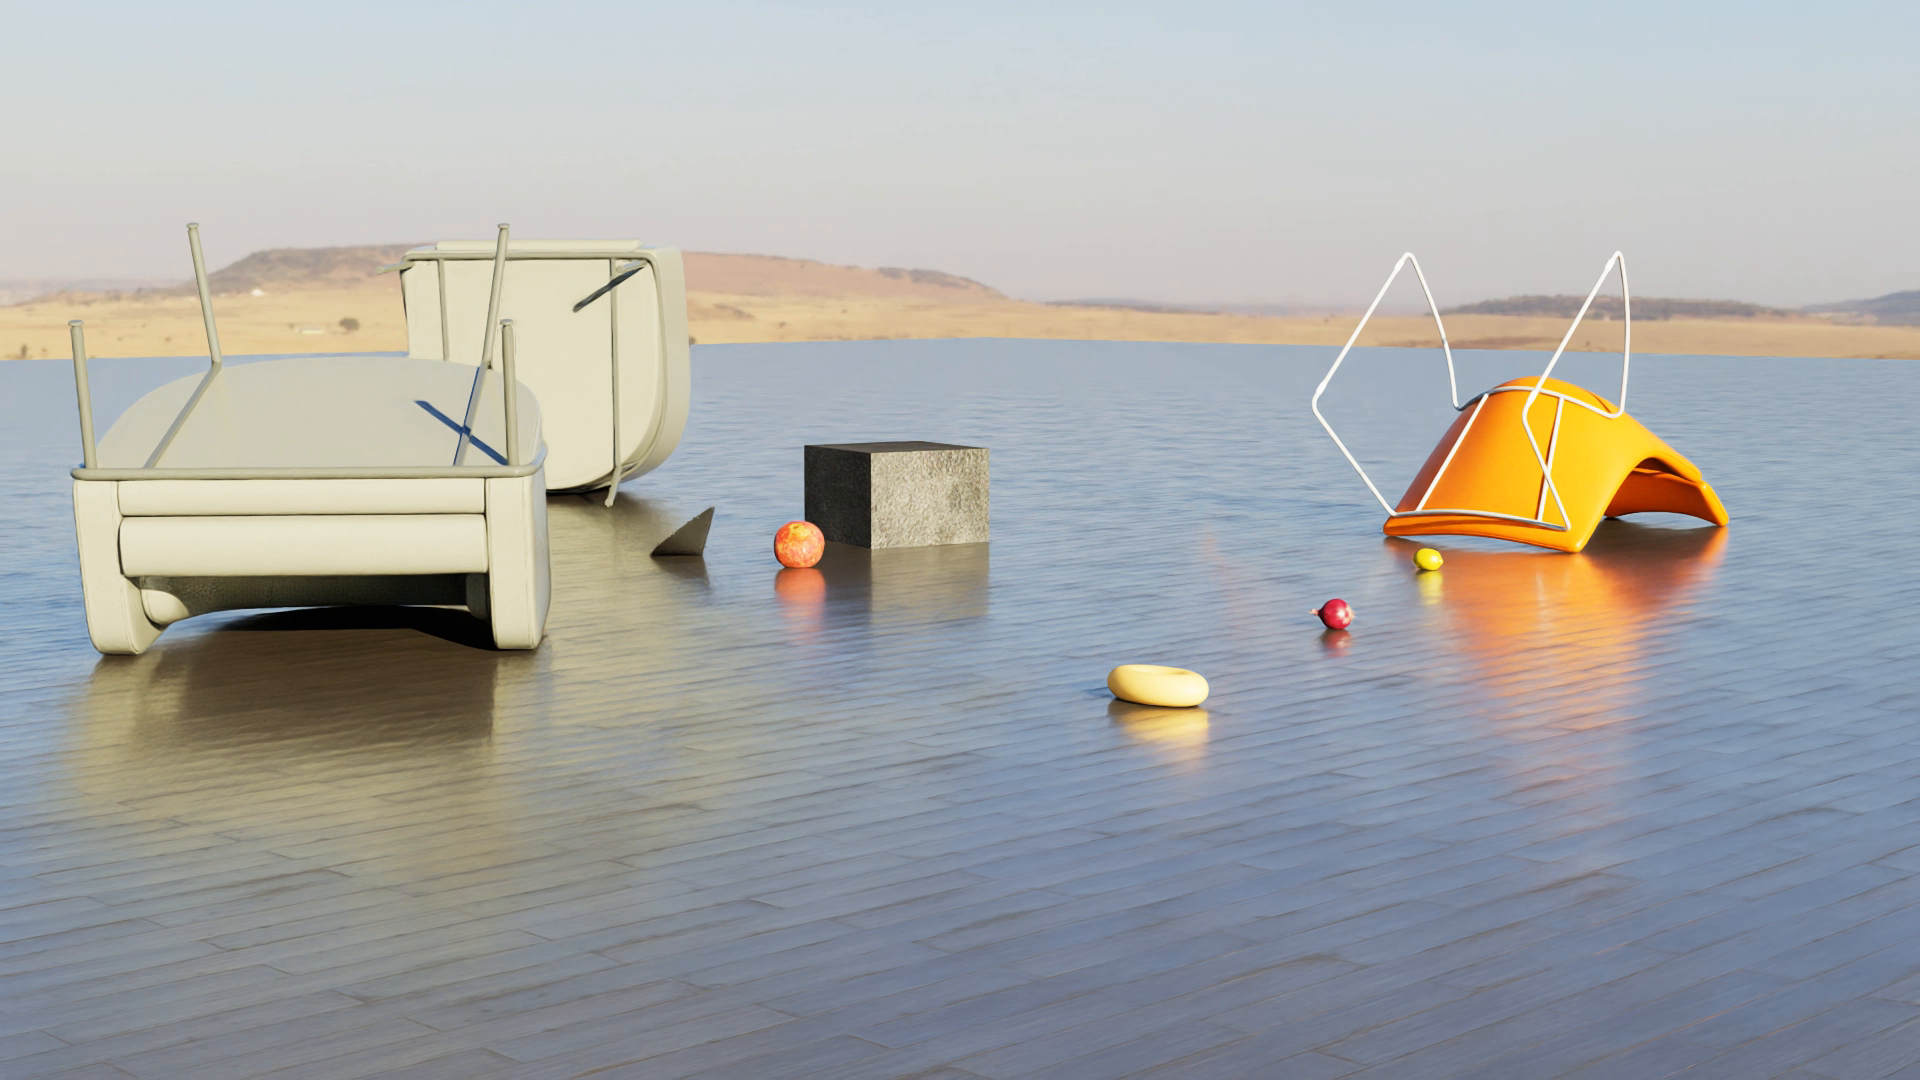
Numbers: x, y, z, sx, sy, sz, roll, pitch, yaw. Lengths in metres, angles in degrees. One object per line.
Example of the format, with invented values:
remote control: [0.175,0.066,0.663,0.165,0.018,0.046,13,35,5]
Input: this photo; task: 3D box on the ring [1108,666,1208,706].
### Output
ring: [0.306,0.226,3.983,0.112,0.049,0.196,-3,6,-39]

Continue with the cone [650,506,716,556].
cone: [-0.632,0.006,6.065,0.194,0.074,0.190,-36,-1,-37]

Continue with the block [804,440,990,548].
block: [-0.161,-0.118,6.430,0.334,0.231,0.353,-3,7,-30]
